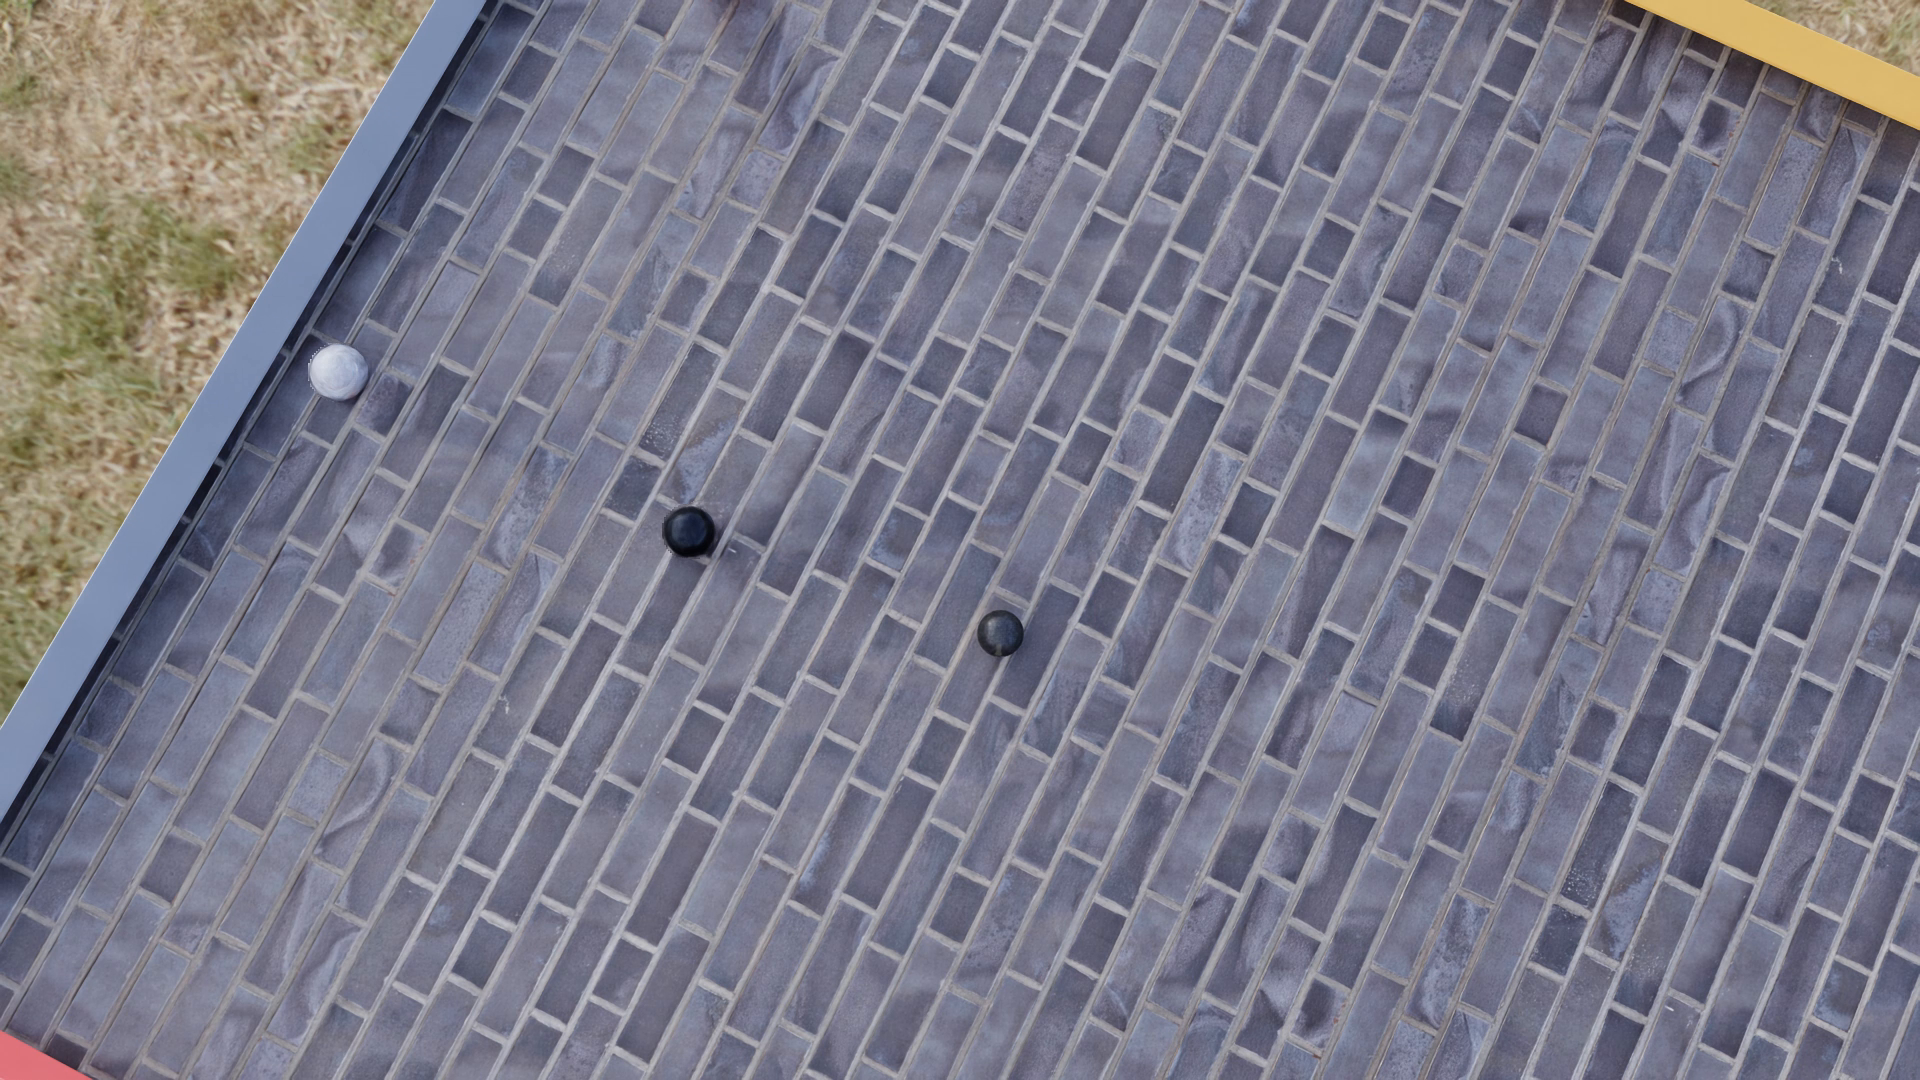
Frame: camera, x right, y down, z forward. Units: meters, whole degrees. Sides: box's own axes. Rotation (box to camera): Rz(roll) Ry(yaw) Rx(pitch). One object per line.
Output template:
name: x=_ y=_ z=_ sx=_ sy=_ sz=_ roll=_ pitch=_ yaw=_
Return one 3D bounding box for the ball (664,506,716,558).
ball: x=-0.408 y=-0.013 z=3.317 sx=0.078 sy=0.078 sz=0.078 roll=0 pitch=77 yaw=0

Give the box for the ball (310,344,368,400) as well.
ball: x=-0.951 y=-0.257 z=3.369 sx=0.086 sy=0.086 sz=0.086 roll=0 pitch=77 yaw=0

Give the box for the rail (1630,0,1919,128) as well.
rail: x=1.559 y=-0.639 z=3.439 sx=4.433 sy=0.119 sz=0.045 roll=26 pitch=78 yaw=6

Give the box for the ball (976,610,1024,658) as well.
ball: x=0.060 y=0.140 z=3.286 sx=0.071 sy=0.071 sz=0.071 roll=0 pitch=77 yaw=0

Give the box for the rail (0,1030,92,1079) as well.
rail: x=0.427 y=1.588 z=2.926 sx=4.433 sy=0.119 sz=0.045 roll=26 pitch=78 yaw=6

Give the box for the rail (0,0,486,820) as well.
rail: x=-0.972 y=-0.474 z=3.401 sx=0.045 sy=0.119 sz=2.598 roll=26 pitch=78 yaw=6
